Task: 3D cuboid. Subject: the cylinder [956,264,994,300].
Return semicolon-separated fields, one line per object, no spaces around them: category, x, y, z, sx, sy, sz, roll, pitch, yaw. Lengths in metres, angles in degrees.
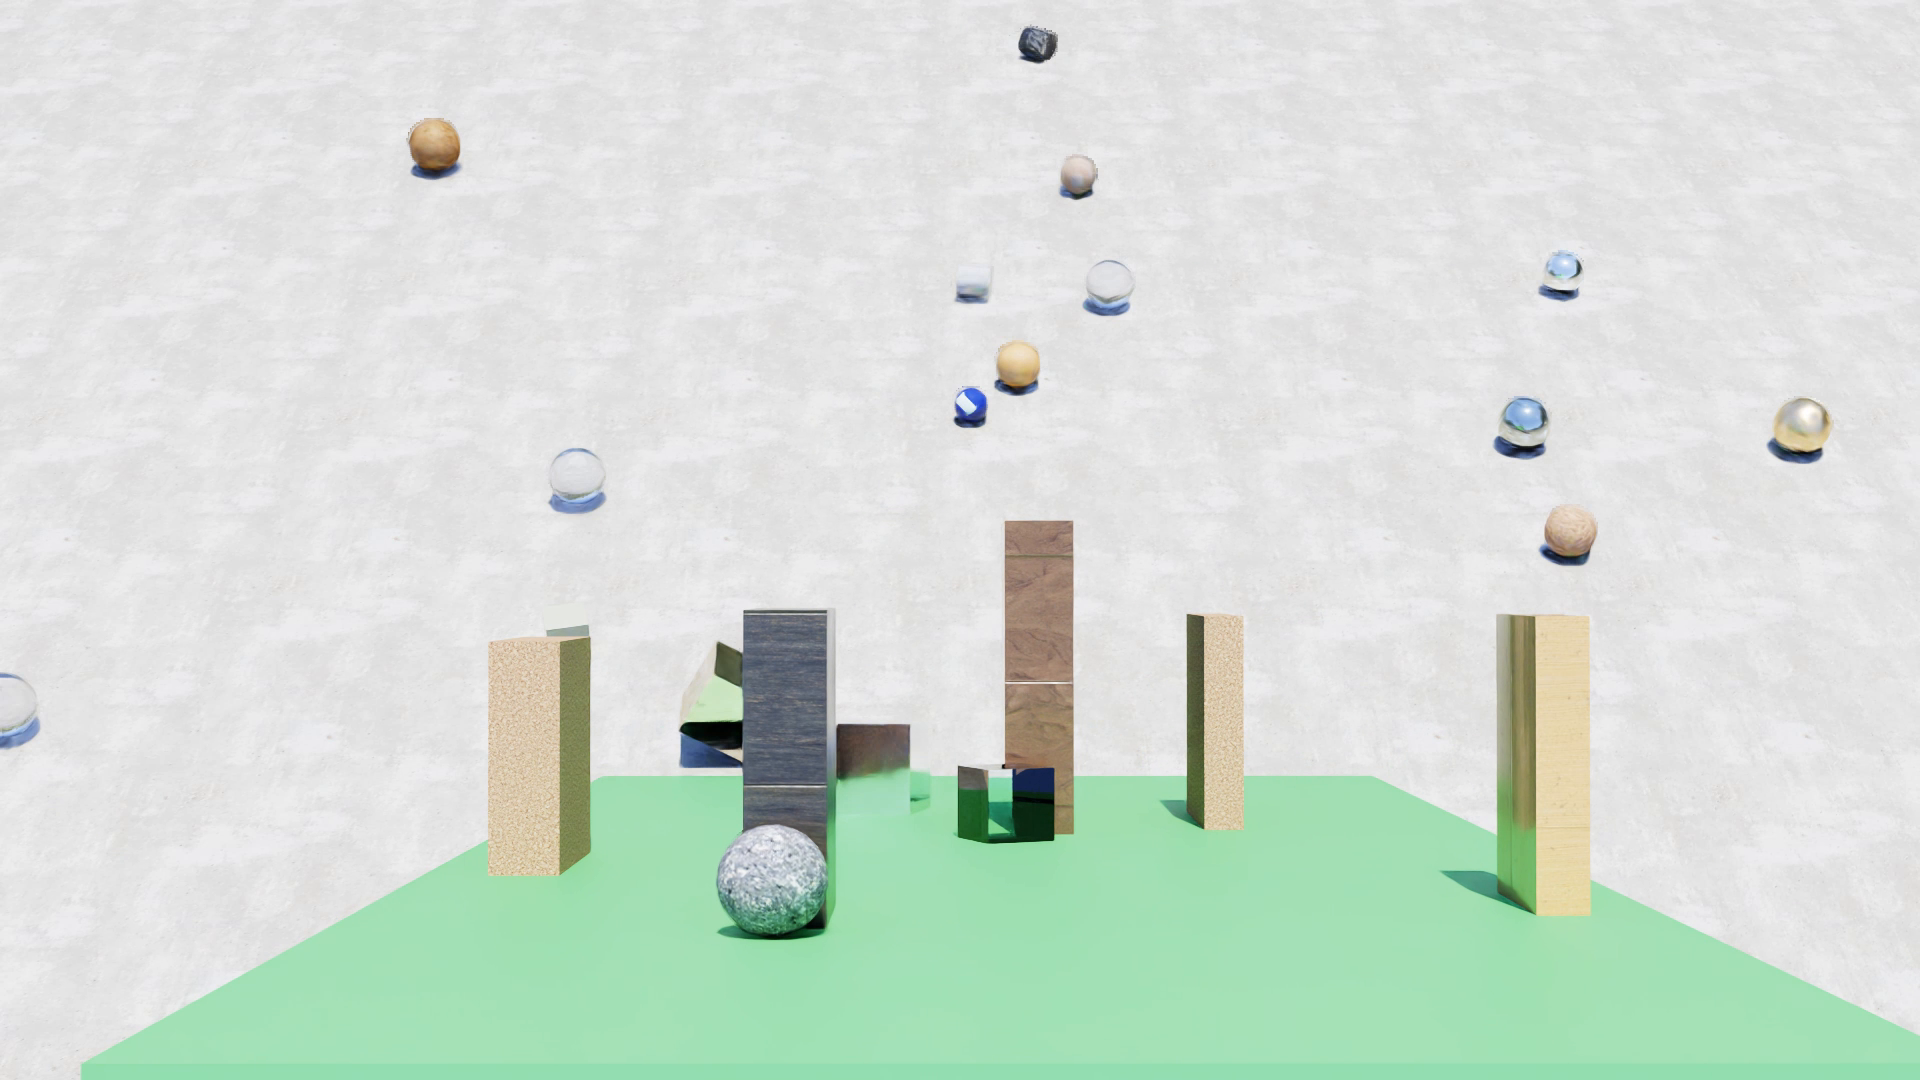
cylinder;0.052;-0.913;9.186;0.114;0.114;0.114;6;33;9

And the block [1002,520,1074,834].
block;0.158;0.278;5.377;0.138;0.628;0.373;0;-1;0

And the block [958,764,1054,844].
block;0.090;0.516;5.092;0.143;0.143;0.143;0;-1;-25

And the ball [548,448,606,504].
ball;-1.182;-0.199;8.002;0.177;0.177;0.177;0;32;0

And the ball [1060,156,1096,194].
ball;0.451;-1.397;9.922;0.141;0.141;0.141;0;32;0

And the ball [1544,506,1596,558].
ball;1.825;-0.025;7.751;0.154;0.154;0.154;0;32;0

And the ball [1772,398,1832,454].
ball;2.682;-0.363;8.259;0.179;0.179;0.179;0;32;0

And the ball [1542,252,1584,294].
ball;2.142;-0.947;9.208;0.147;0.147;0.147;0;32;0

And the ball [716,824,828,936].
ball;-0.268;0.487;3.709;0.160;0.160;0.160;0;32;0

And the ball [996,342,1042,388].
ball;0.195;-0.582;8.630;0.151;0.151;0.151;0;32;0

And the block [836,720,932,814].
block;-0.182;0.501;5.749;0.194;0.194;0.194;0;-1;13

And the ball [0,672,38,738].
ball;-2.581;0.444;6.988;0.178;0.178;0.178;0;32;0

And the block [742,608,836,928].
block;-0.256;0.337;3.935;0.123;0.466;0.287;0;-1;0

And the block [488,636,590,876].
block;-0.752;0.380;4.660;0.123;0.403;0.377;0;-1;0

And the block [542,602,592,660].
block;-1.112;0.263;7.329;0.119;0.119;0.119;-8;33;-12

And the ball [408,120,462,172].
ball;-2.042;-1.535;10.085;0.200;0.200;0.200;0;32;0

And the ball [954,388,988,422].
ball;0.037;-0.439;8.441;0.113;0.113;0.113;0;32;0

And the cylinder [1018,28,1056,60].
cylinder;0.331;-2.121;11.078;0.117;0.117;0.117;22;39;28

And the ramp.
ramp;0.072;0.632;4.733;2.000;0.100;4.000;0;-1;0

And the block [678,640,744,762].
block;-0.613;0.429;6.911;0.194;0.194;0.194;28;22;-15

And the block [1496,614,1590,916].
block;0.916;0.345;4.082;0.082;0.454;0.288;0;-1;0

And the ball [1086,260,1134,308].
ball;0.526;-0.899;9.110;0.171;0.171;0.171;0;32;0

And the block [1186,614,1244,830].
block;0.538;0.376;5.486;0.080;0.435;0.415;0;-1;0

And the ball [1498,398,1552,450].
ball;1.803;-0.371;8.281;0.169;0.169;0.169;0;32;0
